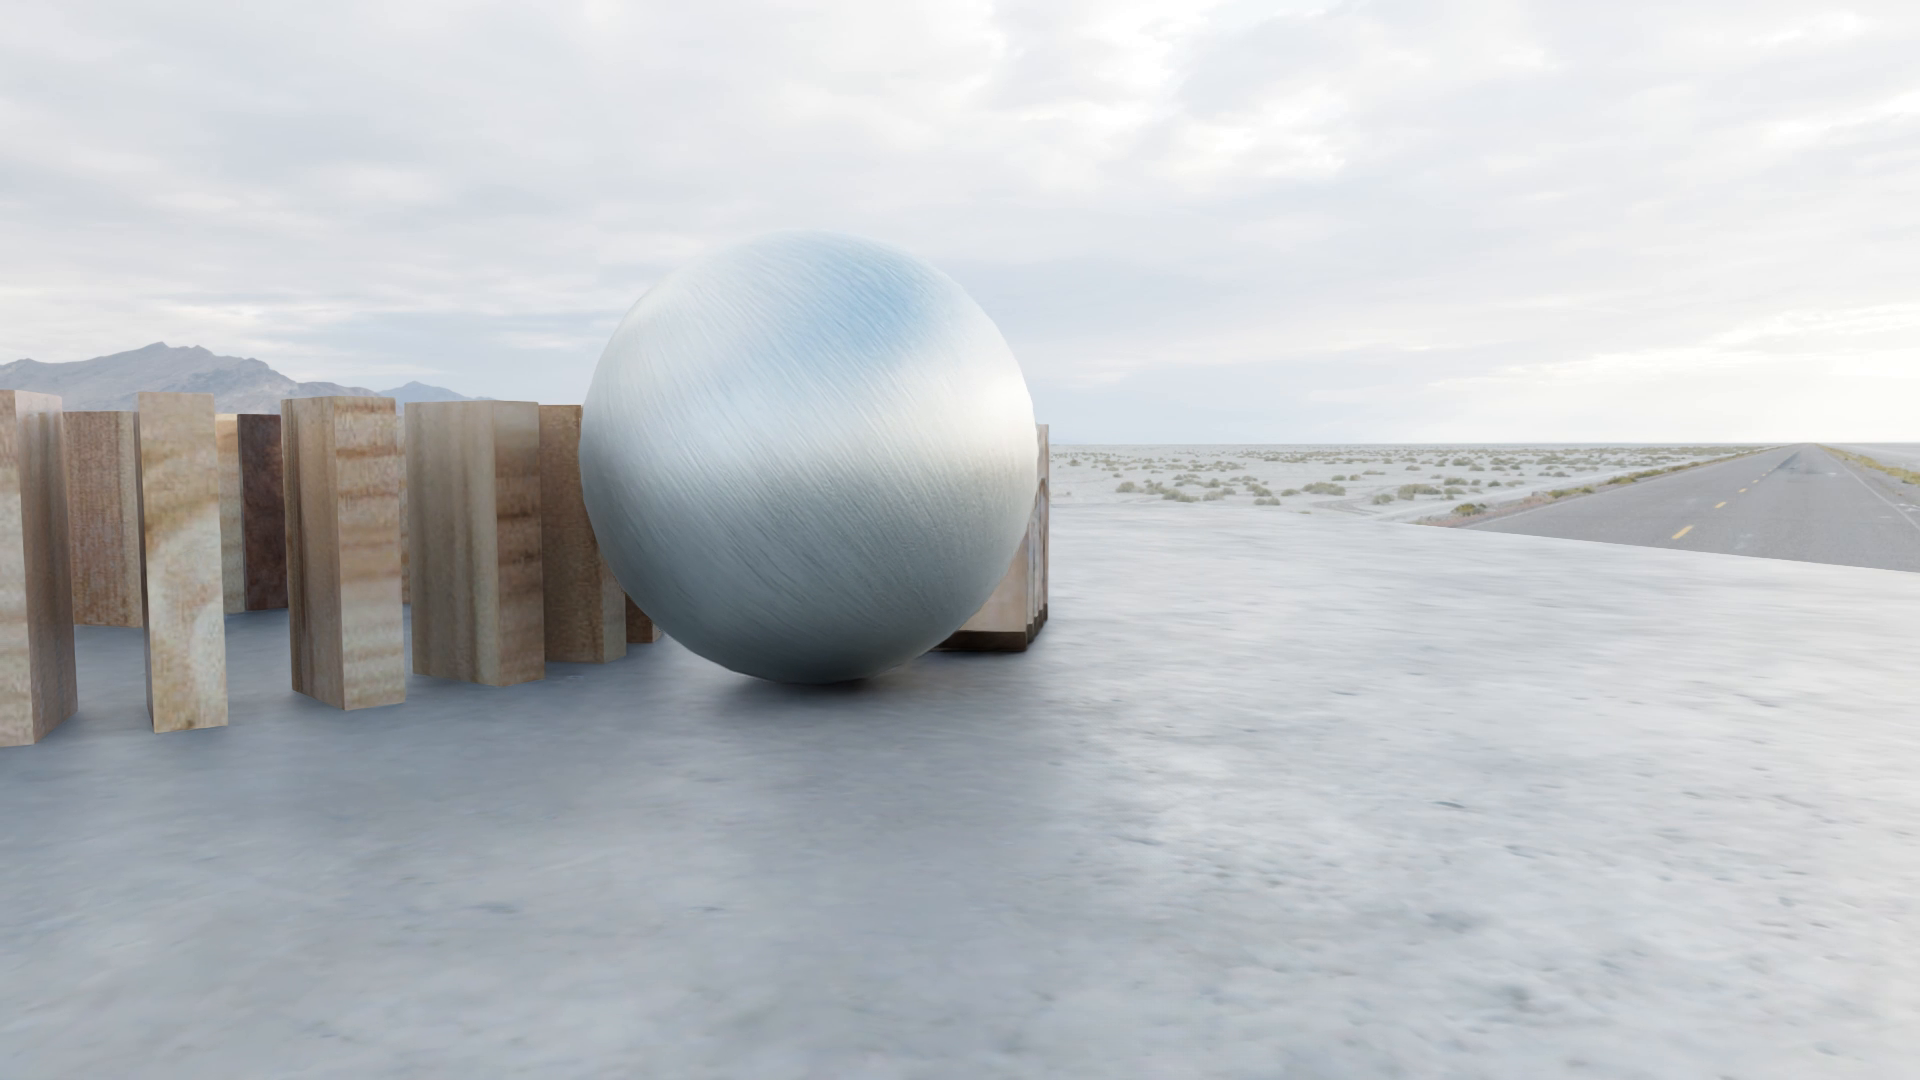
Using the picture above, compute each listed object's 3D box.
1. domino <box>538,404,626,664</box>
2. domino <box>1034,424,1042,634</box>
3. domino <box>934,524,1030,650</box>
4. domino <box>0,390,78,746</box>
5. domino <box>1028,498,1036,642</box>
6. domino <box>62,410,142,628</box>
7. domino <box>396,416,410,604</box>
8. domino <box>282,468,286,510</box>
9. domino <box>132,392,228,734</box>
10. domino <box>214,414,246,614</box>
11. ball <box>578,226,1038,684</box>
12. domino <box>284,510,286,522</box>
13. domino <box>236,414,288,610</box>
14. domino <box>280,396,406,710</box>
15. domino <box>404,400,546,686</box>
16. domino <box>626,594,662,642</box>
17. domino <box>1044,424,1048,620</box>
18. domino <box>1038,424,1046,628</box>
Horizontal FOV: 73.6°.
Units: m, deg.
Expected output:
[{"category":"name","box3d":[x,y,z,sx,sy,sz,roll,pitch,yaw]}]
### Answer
[{"category":"domino","box3d":[-0.080,-0.002,0.254,0.025,0.050,0.009,1,4,12]},{"category":"domino","box3d":[0.006,-0.003,0.295,0.025,0.050,0.010,0,-28,5]},{"category":"domino","box3d":[0.002,-0.002,0.273,0.025,0.050,0.010,0,-28,5]},{"category":"domino","box3d":[-0.140,0.003,0.190,0.009,0.050,0.025,-2,5,-23]},{"category":"domino","box3d":[0.004,-0.002,0.284,0.025,0.050,0.009,0,-28,5]},{"category":"domino","box3d":[-0.200,-0.005,0.303,0.025,0.050,0.009,1,4,15]},{"category":"domino","box3d":[-0.153,-0.009,0.352,0.010,0.050,0.025,-1,4,-9]},{"category":"domino","box3d":[-0.208,-0.007,0.434,0.050,0.010,0.025,31,-3,-14]},{"category":"domino","box3d":[-0.122,0.003,0.200,0.009,0.050,0.025,-3,5,-34]},{"category":"domino","box3d":[-0.195,-0.007,0.323,0.025,0.050,0.009,1,5,19]},{"category":"ball","box3d":[-0.026,-0.015,0.228,0.080,0.080,0.080,0,4,0]},{"category":"domino","box3d":[-0.229,-0.008,0.424,0.050,0.009,0.025,37,-10,-20]},{"category":"domino","box3d":[-0.187,-0.008,0.337,0.025,0.050,0.009,4,6,45]},{"category":"domino","box3d":[-0.104,0.001,0.215,0.010,0.050,0.025,-4,6,-45]},{"category":"domino","box3d":[-0.088,0.000,0.234,0.025,0.050,0.009,3,5,32]},{"category":"domino","box3d":[-0.078,-0.003,0.277,0.025,0.050,0.009,0,4,-1]},{"category":"domino","box3d":[0.009,-0.005,0.318,0.025,0.050,0.010,0,-28,4]},{"category":"domino","box3d":[0.008,-0.004,0.307,0.025,0.050,0.010,0,-28,5]}]
